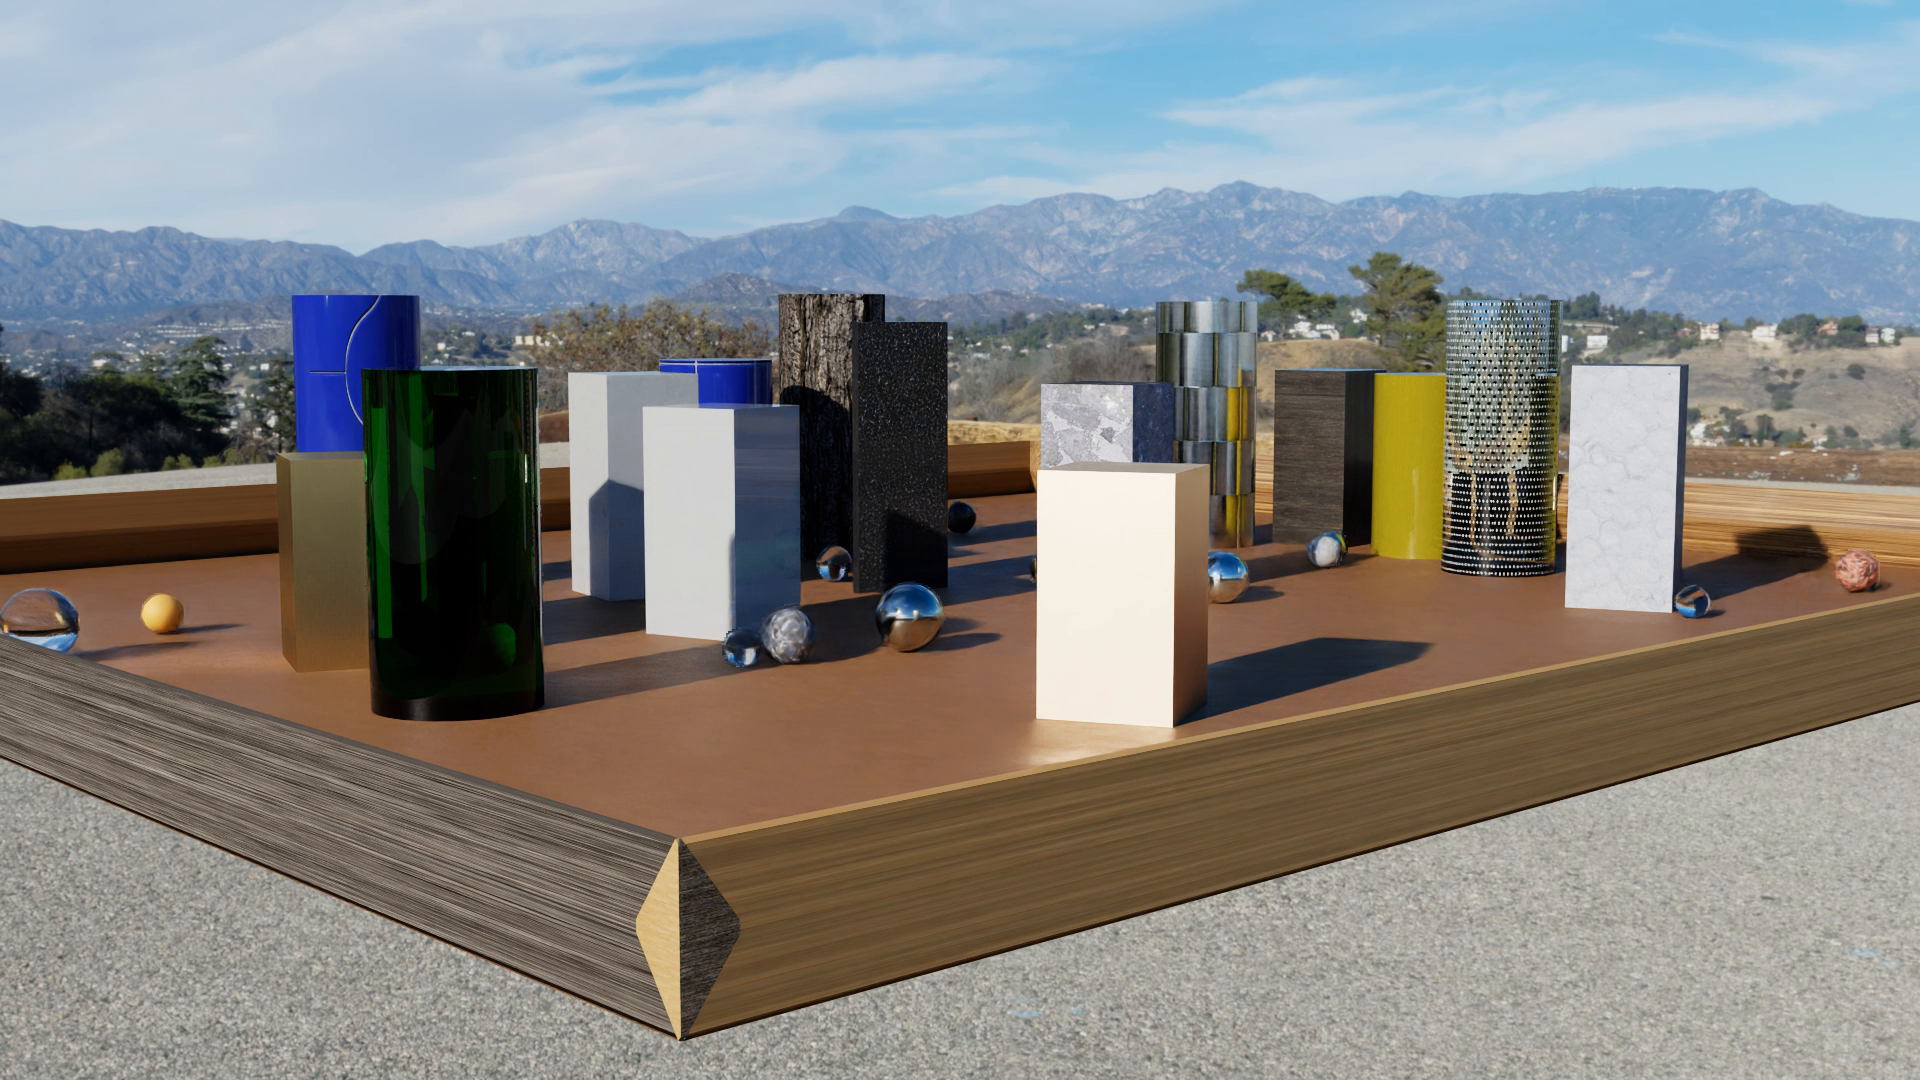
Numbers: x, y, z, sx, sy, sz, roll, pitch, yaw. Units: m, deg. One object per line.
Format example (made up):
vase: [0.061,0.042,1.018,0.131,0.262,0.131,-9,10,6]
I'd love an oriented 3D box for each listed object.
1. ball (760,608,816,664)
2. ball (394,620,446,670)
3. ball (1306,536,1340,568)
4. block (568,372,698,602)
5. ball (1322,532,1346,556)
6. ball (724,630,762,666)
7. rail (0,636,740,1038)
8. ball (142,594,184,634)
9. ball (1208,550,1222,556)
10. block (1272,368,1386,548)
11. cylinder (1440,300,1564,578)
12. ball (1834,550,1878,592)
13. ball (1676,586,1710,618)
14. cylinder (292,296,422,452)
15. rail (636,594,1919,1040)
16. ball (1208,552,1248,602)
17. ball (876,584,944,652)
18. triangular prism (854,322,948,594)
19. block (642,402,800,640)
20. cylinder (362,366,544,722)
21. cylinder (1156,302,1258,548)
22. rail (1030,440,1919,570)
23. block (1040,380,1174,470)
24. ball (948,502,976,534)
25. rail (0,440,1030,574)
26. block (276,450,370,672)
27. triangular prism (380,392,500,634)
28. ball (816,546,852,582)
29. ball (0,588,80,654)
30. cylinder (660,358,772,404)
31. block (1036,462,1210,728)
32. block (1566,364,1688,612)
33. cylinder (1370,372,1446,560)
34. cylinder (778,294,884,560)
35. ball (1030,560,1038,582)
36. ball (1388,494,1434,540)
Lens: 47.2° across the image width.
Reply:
ball: [-0.215,0.120,2.757,0.071,0.071,0.071,0,6,0]
ball: [-0.668,0.129,2.719,0.062,0.062,0.062,0,6,0]
ball: [0.624,0.021,3.771,0.057,0.057,0.057,0,6,0]
block: [-0.509,-0.089,3.438,0.152,0.344,0.152,-4,7,-32]
ball: [0.658,0.010,3.898,0.051,0.051,0.051,0,6,0]
ball: [-0.271,0.134,2.739,0.047,0.047,0.047,0,6,0]
rail: [-1.077,0.136,2.344,0.045,0.124,2.725,-6,8,-42]
ball: [-1.094,0.101,3.019,0.054,0.054,0.054,0,6,0]
ball: [0.397,0.052,3.405,0.071,0.071,0.071,0,6,0]
block: [0.702,-0.159,4.176,0.152,0.328,0.152,5,8,40]
cylinder: [0.915,-0.175,3.718,0.190,0.458,0.190,0,6,0]
ball: [1.412,0.049,3.463,0.065,0.065,0.065,0,6,0]
ball: [1.055,0.089,3.166,0.047,0.047,0.047,0,6,0]
cylinder: [-0.929,-0.146,3.408,0.190,0.464,0.190,0,6,0]
rail: [0.908,0.135,2.353,2.977,0.124,0.045,-6,8,-42]
ball: [0.397,0.057,3.330,0.078,0.078,0.078,0,6,0]
ball: [-0.066,0.100,2.863,0.089,0.089,0.089,0,6,0]
triangular prism: [-0.125,-0.138,3.525,0.165,0.423,0.143,-3,7,-29]
block: [-0.327,-0.029,3.030,0.152,0.311,0.152,4,7,30]
cylinder: [-0.564,-0.002,2.451,0.190,0.379,0.190,0,6,0]
cylinder: [0.463,-0.220,4.149,0.190,0.457,0.190,0,6,0]
rail: [1.077,-0.072,4.320,0.045,0.124,2.725,-6,8,-42]
block: [0.227,-0.076,3.386,0.152,0.330,0.152,3,7,29]
ball: [-0.001,-0.044,4.354,0.064,0.064,0.064,0,6,0]
rail: [-0.908,-0.071,4.311,2.977,0.124,0.045,-6,8,-42]
block: [-0.773,0.023,2.780,0.152,0.260,0.152,-3,7,-23]
triangular prism: [-0.754,-0.041,3.061,0.143,0.328,0.165,4,7,33]
ball: [-0.206,0.039,3.592,0.058,0.058,0.058,0,6,0]
ball: [-1.158,0.107,2.766,0.095,0.095,0.095,0,6,0]
cylinder: [-0.413,-0.127,3.737,0.190,0.358,0.190,0,6,0]
block: [0.181,0.055,2.425,0.152,0.271,0.152,2,6,20]
block: [1.004,-0.083,3.307,0.152,0.360,0.152,3,7,23]
cylinder: [0.844,-0.137,3.985,0.190,0.326,0.190,0,6,0]
cylinder: [-0.229,-0.207,3.961,0.190,0.469,0.190,0,6,0]
ball: [0.135,0.051,3.561,0.040,0.040,0.040,0,6,0]
ball: [0.870,-0.044,4.237,0.087,0.087,0.087,0,6,0]
